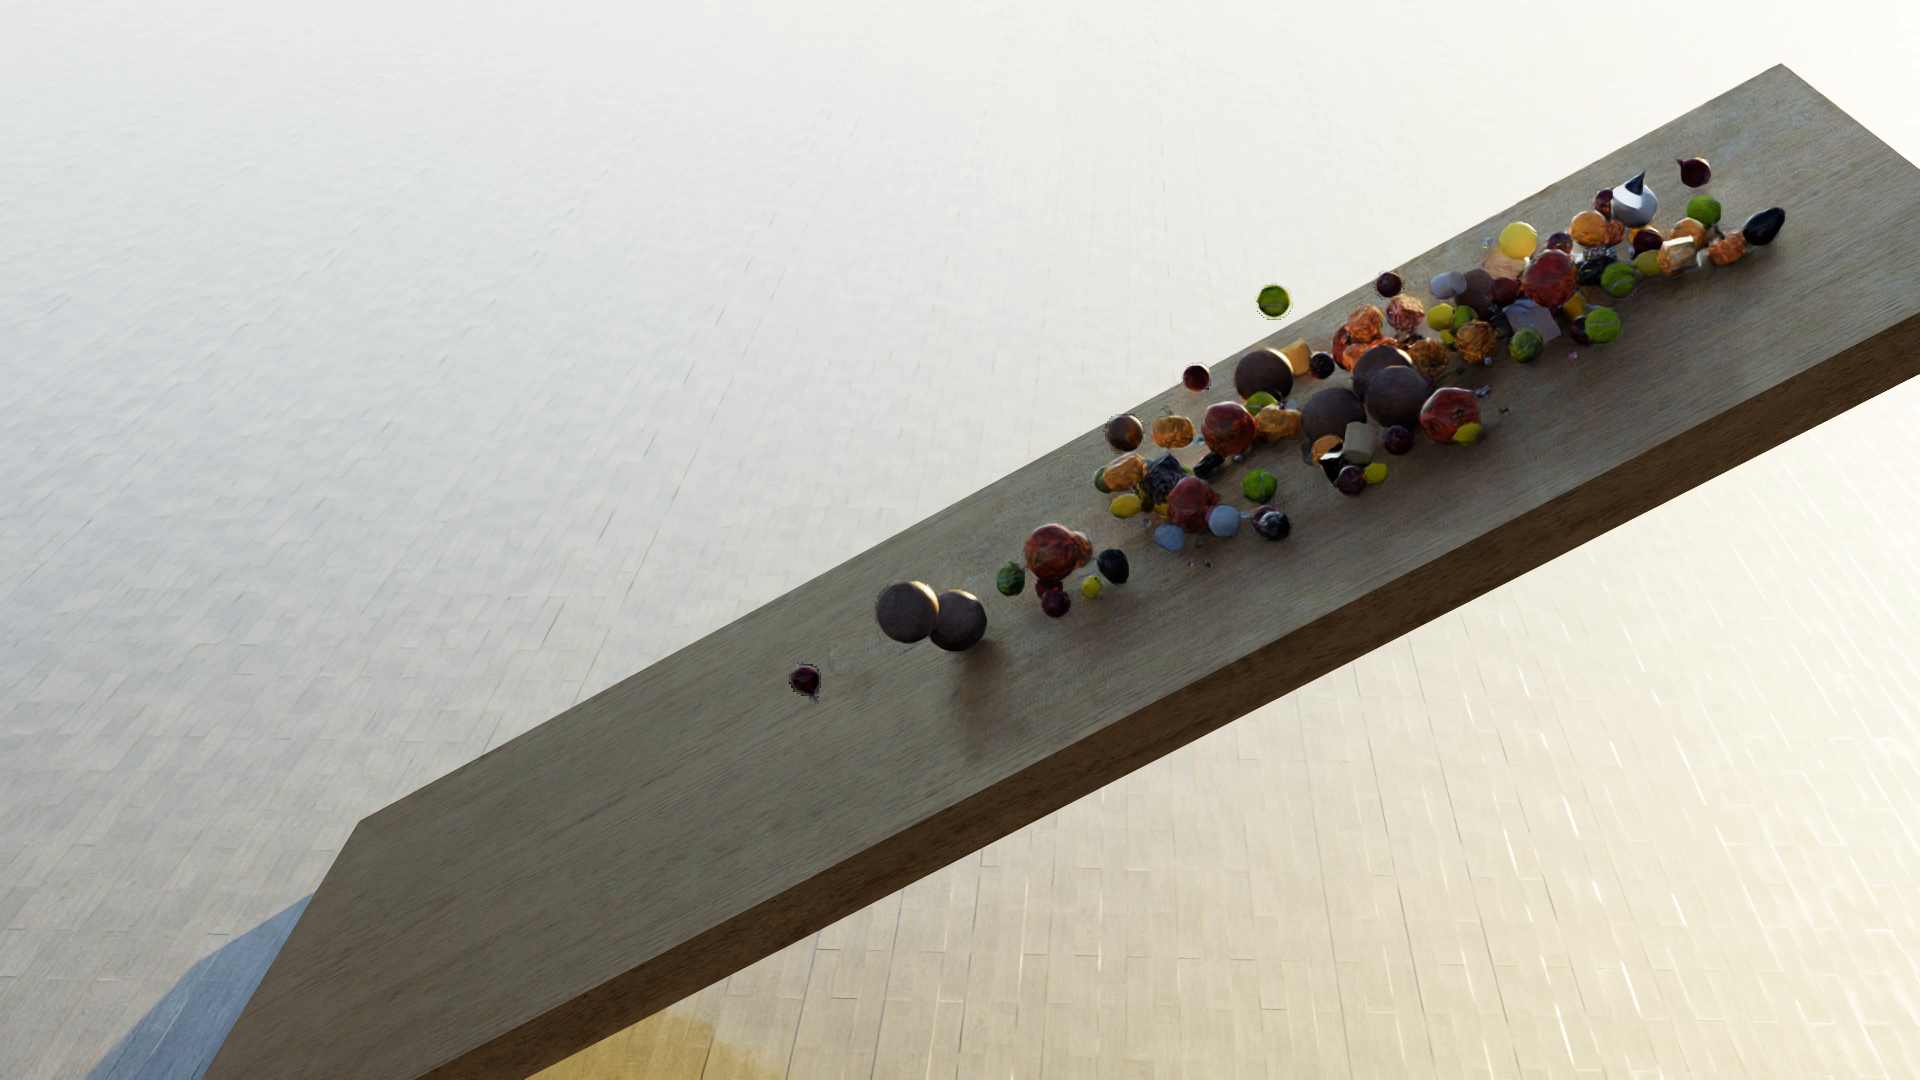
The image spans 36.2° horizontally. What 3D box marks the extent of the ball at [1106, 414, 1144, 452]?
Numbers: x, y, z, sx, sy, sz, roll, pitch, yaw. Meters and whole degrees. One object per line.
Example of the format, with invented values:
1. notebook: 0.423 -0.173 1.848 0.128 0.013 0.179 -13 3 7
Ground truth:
1. ball: 0.365 -0.236 6.512 0.084 0.084 0.084 0 18 0

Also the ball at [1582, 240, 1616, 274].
1. ball: 1.320 -0.584 6.075 0.068 0.068 0.068 0 18 0

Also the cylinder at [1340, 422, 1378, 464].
1. cylinder: 0.757 -0.184 5.572 0.060 0.060 0.060 13 -17 4

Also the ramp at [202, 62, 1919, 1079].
1. ramp: 0.142 0.168 6.284 4.000 0.100 2.000 -28 15 12

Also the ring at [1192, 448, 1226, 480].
1. ring: 0.536 -0.164 6.329 0.087 0.029 0.087 -39 7 5

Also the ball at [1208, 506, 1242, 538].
1. ball: 0.528 -0.036 5.858 0.065 0.065 0.065 0 18 0

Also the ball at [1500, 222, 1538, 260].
1. ball: 1.119 -0.599 5.892 0.075 0.075 0.075 0 18 0

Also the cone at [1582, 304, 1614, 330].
1. cone: 1.260 -0.445 5.770 0.055 0.055 0.055 -20 22 -8

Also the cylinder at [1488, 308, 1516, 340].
1. cylinder: 1.117 -0.445 6.051 0.055 0.055 0.055 2 16 6

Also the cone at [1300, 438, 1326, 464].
1. cone: 0.708 -0.193 5.994 0.057 0.057 0.057 -26 42 26

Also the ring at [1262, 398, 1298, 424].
1. ring: 0.697 -0.279 6.406 0.084 0.028 0.084 -28 15 8

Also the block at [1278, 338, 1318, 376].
1. block: 0.765 -0.413 6.659 0.058 0.058 0.058 -31 14 0

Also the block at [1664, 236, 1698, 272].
1. block: 1.400 -0.554 5.709 0.053 0.053 0.053 -12 13 12

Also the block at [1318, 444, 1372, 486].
1. block: 0.758 -0.151 5.787 0.061 0.061 0.061 -41 17 -33

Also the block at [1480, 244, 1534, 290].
1. block: 1.114 -0.560 5.990 0.071 0.071 0.071 43 15 11

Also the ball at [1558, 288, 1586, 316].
1. ball: 1.236 -0.482 5.942 0.056 0.056 0.056 0 18 0

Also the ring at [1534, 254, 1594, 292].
1. ring: 1.265 -0.559 6.152 0.134 0.045 0.134 -22 15 6

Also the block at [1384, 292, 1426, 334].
1. block: 0.921 -0.469 6.091 0.054 0.054 0.054 17 33 -23

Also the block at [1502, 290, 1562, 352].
1. block: 1.151 -0.440 5.917 0.080 0.080 0.080 -28 18 12

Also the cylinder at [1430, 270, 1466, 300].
1. cylinder: 1.009 -0.527 6.074 0.053 0.053 0.053 -16 -2 -40

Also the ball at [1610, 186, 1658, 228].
1. ball: 1.392 -0.690 6.076 0.093 0.093 0.093 0 18 0

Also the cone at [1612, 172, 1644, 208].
1. cone: 1.350 -0.709 5.875 0.067 0.067 0.067 19 32 -13

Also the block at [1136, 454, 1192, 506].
1. block: 0.423 -0.125 6.098 0.069 0.069 0.069 -47 9 -21
